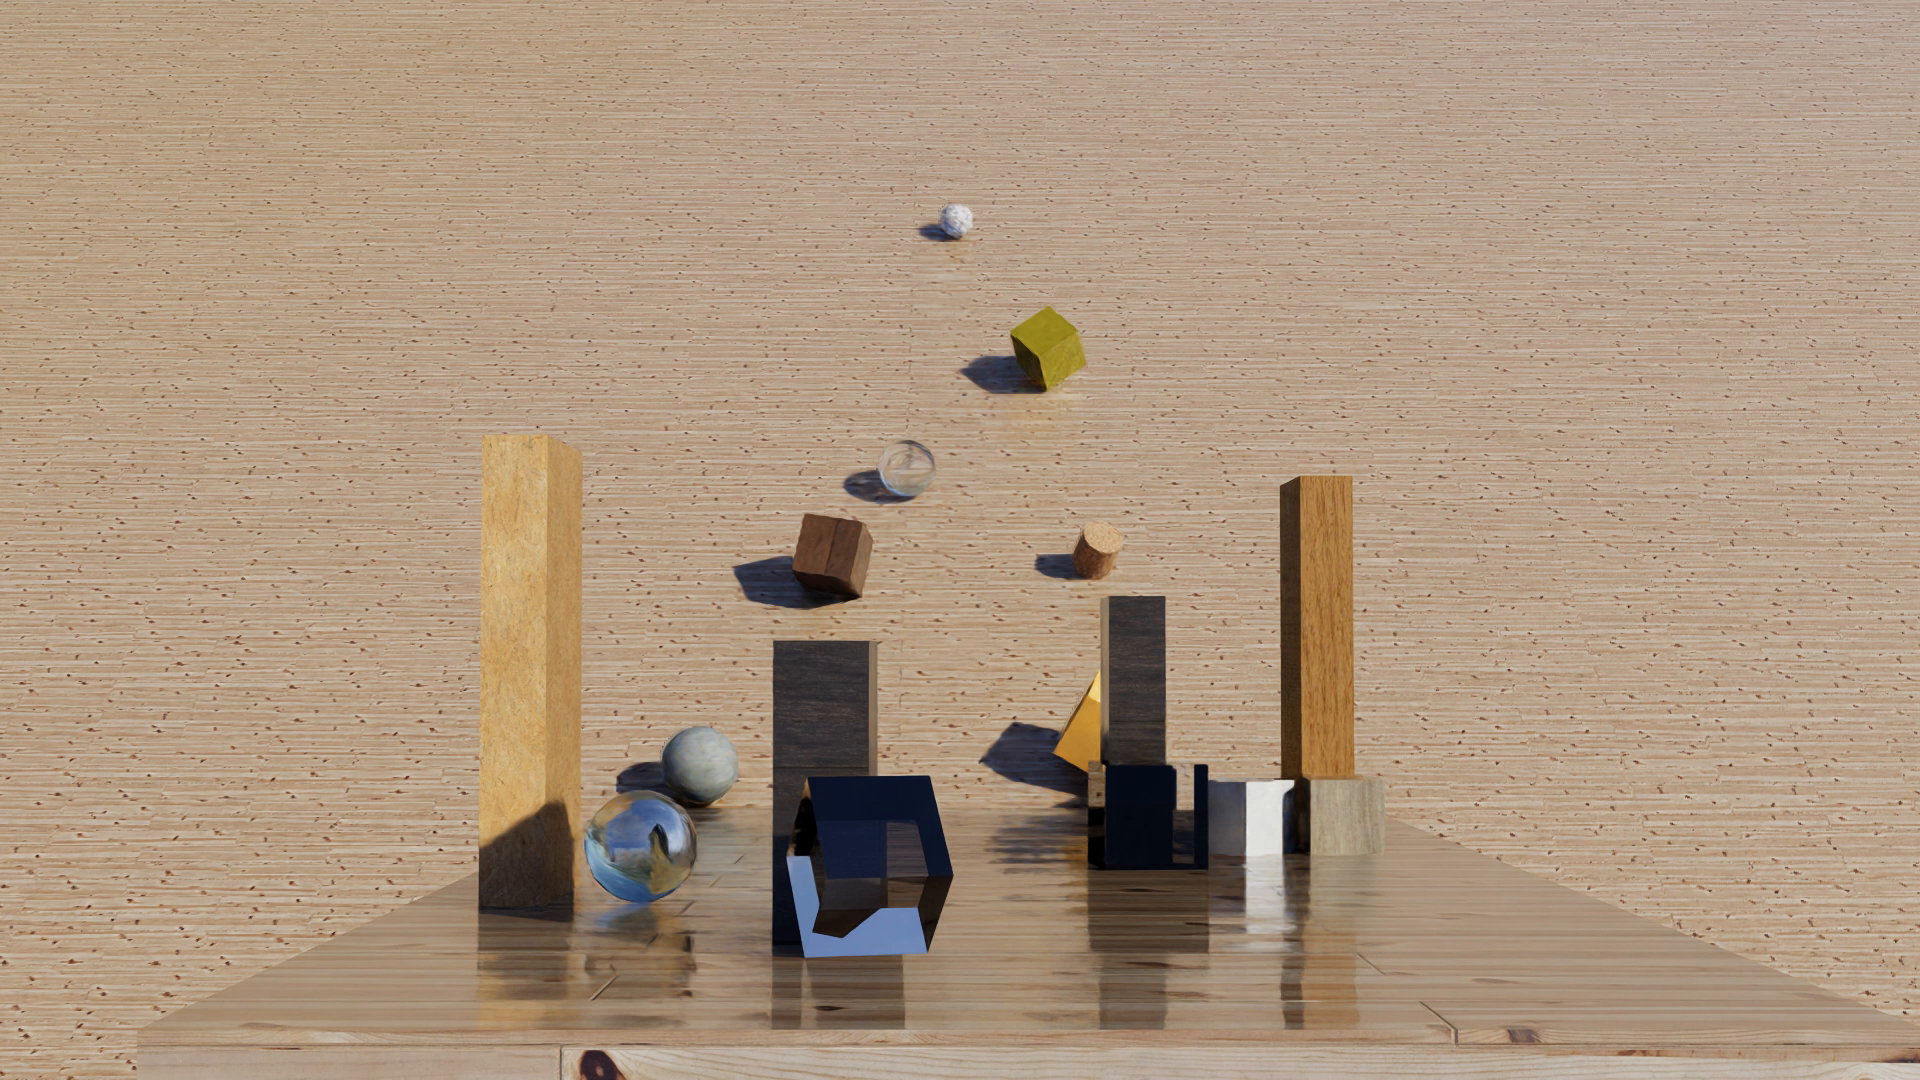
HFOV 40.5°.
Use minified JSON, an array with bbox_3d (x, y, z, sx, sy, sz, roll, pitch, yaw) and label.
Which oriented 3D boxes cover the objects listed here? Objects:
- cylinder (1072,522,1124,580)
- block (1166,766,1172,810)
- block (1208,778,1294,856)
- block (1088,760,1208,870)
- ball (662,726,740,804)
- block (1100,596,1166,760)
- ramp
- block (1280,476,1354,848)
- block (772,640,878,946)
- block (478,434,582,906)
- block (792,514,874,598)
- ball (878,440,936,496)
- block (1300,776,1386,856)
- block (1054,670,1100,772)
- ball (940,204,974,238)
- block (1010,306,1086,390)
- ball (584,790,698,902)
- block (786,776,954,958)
[{"bbox_3d":[0.413,0.031,7.822,0.125,0.125,0.125,10,47,-11],"label":"cylinder"},{"bbox_3d":[0.486,0.655,6.874,0.112,0.112,0.112,-1,-3,24],"label":"block"},{"bbox_3d":[0.589,0.576,5.422,0.151,0.151,0.151,2,-3,-42],"label":"block"},{"bbox_3d":[0.367,0.537,5.092,0.201,0.201,0.201,0,-2,-6],"label":"block"},{"bbox_3d":[-0.700,0.606,7.002,0.209,0.209,0.209,0,37,0],"label":"ball"},{"bbox_3d":[0.355,0.383,5.363,0.114,0.530,0.314,0,-2,0],"label":"block"},{"bbox_3d":[0.080,0.680,4.903,2.000,0.100,4.000,0,-2,0],"label":"ramp"},{"bbox_3d":[0.779,0.266,5.691,0.111,0.792,0.353,0,-2,0],"label":"block"},{"bbox_3d":[-0.200,0.371,3.931,0.138,0.437,0.384,0,-2,0],"label":"block"},{"bbox_3d":[-0.740,0.223,4.506,0.109,0.780,0.403,0,-2,0],"label":"block"},{"bbox_3d":[-0.377,0.046,7.723,0.180,0.180,0.180,8,73,11],"label":"block"},{"bbox_3d":[-0.165,-0.225,8.150,0.178,0.178,0.178,0,37,0],"label":"ball"},{"bbox_3d":[0.797,0.574,5.424,0.154,0.154,0.154,0,-2,0],"label":"block"},{"bbox_3d":[0.406,0.508,7.052,0.201,0.201,0.201,30,25,2],"label":"block"},{"bbox_3d":[-0.013,-1.164,9.467,0.122,0.122,0.122,0,37,0],"label":"ball"},{"bbox_3d":[0.293,-0.637,8.649,0.165,0.165,0.165,-34,51,-14],"label":"block"},{"bbox_3d":[-0.535,0.513,4.363,0.188,0.188,0.188,0,37,0],"label":"ball"},{"bbox_3d":[-0.128,0.452,3.607,0.176,0.176,0.176,1,45,-17],"label":"block"}]
